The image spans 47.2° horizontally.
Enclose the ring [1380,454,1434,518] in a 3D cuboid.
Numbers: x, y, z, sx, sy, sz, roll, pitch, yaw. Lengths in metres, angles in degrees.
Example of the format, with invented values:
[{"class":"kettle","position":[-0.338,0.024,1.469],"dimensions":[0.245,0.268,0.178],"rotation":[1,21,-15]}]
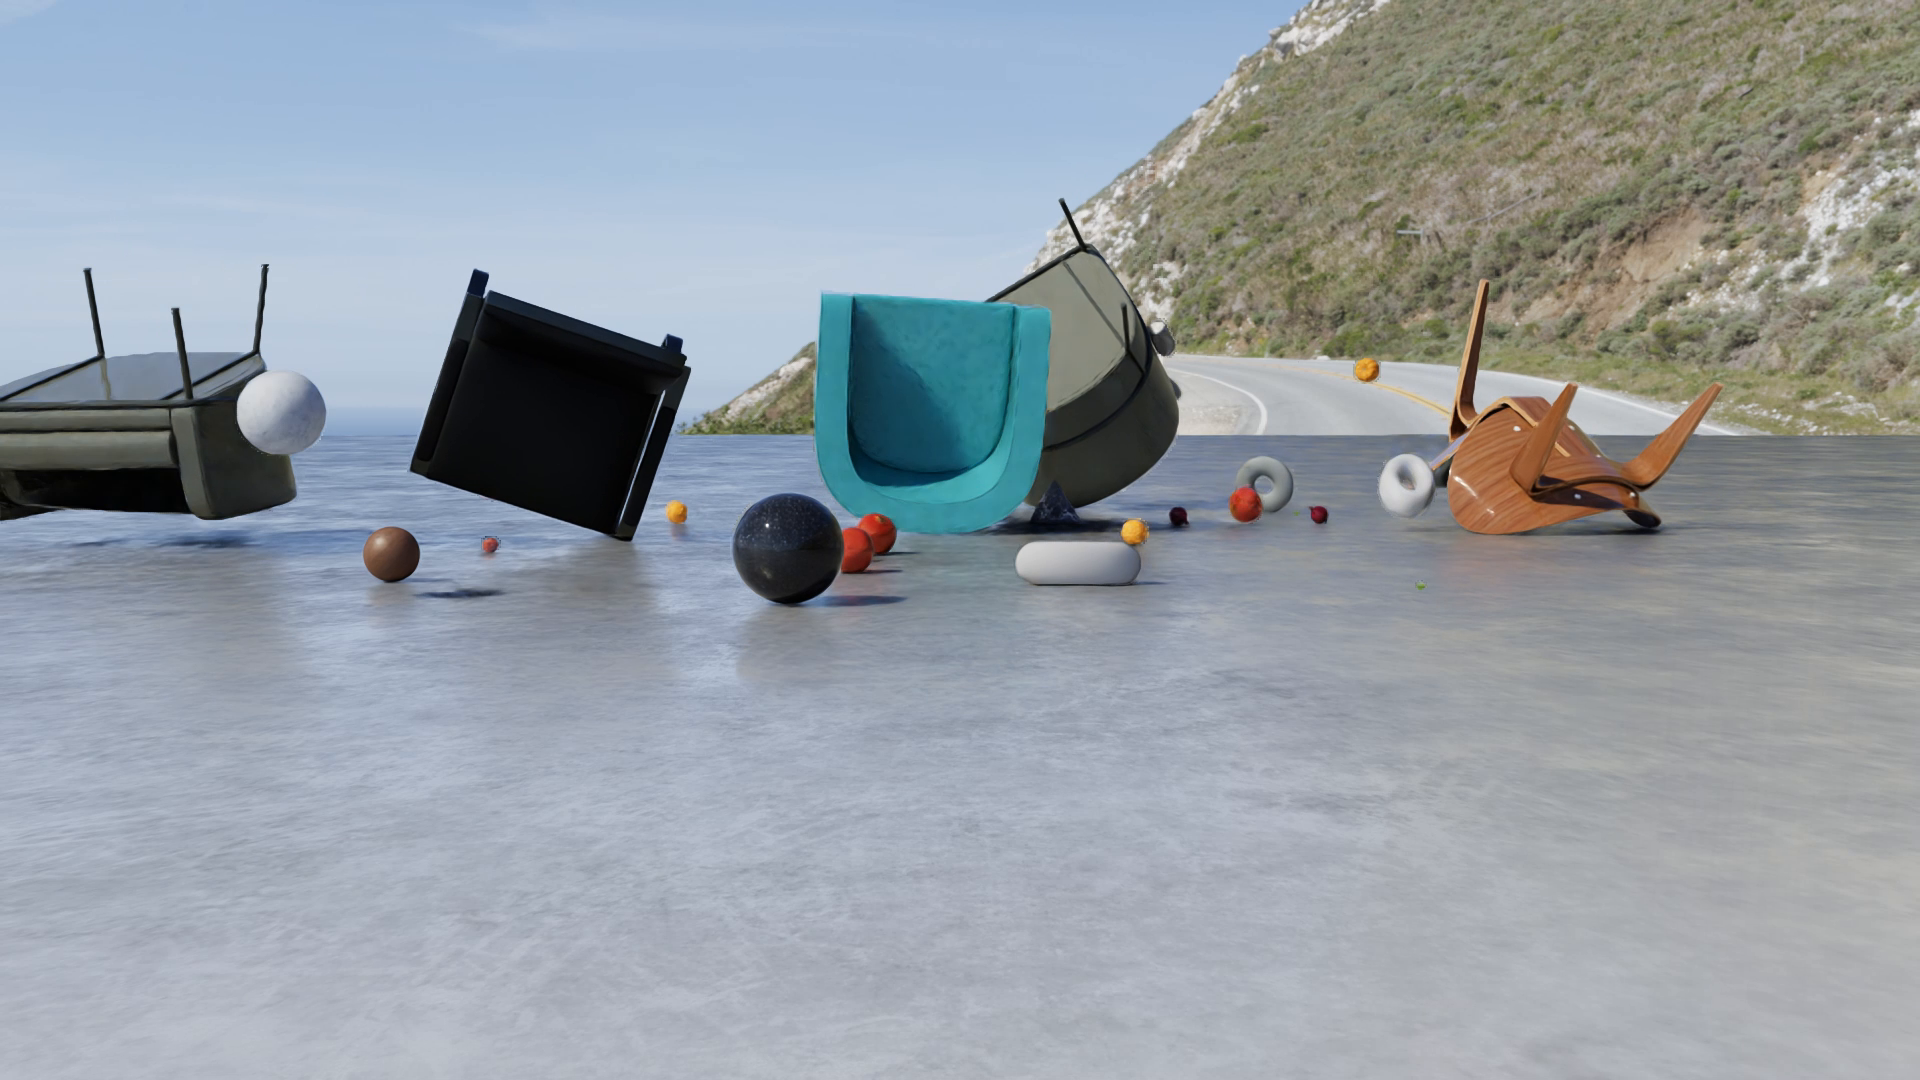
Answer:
[{"class":"ring","position":[1.420,-0.172,6.981],"dimensions":[0.175,0.093,0.255],"rotation":[14,46,3]}]

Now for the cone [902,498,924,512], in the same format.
[{"class":"cone","position":[-0.177,-0.113,8.021],"dimensions":[0.085,0.049,0.086],"rotation":[-9,18,14]}]

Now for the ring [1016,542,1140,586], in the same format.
[{"class":"ring","position":[0.272,0.054,5.056],"dimensions":[0.288,0.098,0.110],"rotation":[1,0,1]}]

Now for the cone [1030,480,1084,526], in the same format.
[{"class":"cone","position":[0.341,-0.088,7.277],"dimensions":[0.154,0.168,0.197],"rotation":[30,19,7]}]

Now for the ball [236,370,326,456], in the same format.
[{"class":"ball","position":[-1.415,-0.266,4.587],"dimensions":[0.179,0.179,0.179],"rotation":[0,4,0]}]

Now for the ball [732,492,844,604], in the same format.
[{"class":"ball","position":[-0.358,0.017,4.589],"dimensions":[0.234,0.234,0.234],"rotation":[0,4,0]}]

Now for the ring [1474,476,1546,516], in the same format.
[{"class":"ring","position":[1.939,-0.155,7.746],"dimensions":[0.352,0.060,0.218],"rotation":[22,0,-40]}]
